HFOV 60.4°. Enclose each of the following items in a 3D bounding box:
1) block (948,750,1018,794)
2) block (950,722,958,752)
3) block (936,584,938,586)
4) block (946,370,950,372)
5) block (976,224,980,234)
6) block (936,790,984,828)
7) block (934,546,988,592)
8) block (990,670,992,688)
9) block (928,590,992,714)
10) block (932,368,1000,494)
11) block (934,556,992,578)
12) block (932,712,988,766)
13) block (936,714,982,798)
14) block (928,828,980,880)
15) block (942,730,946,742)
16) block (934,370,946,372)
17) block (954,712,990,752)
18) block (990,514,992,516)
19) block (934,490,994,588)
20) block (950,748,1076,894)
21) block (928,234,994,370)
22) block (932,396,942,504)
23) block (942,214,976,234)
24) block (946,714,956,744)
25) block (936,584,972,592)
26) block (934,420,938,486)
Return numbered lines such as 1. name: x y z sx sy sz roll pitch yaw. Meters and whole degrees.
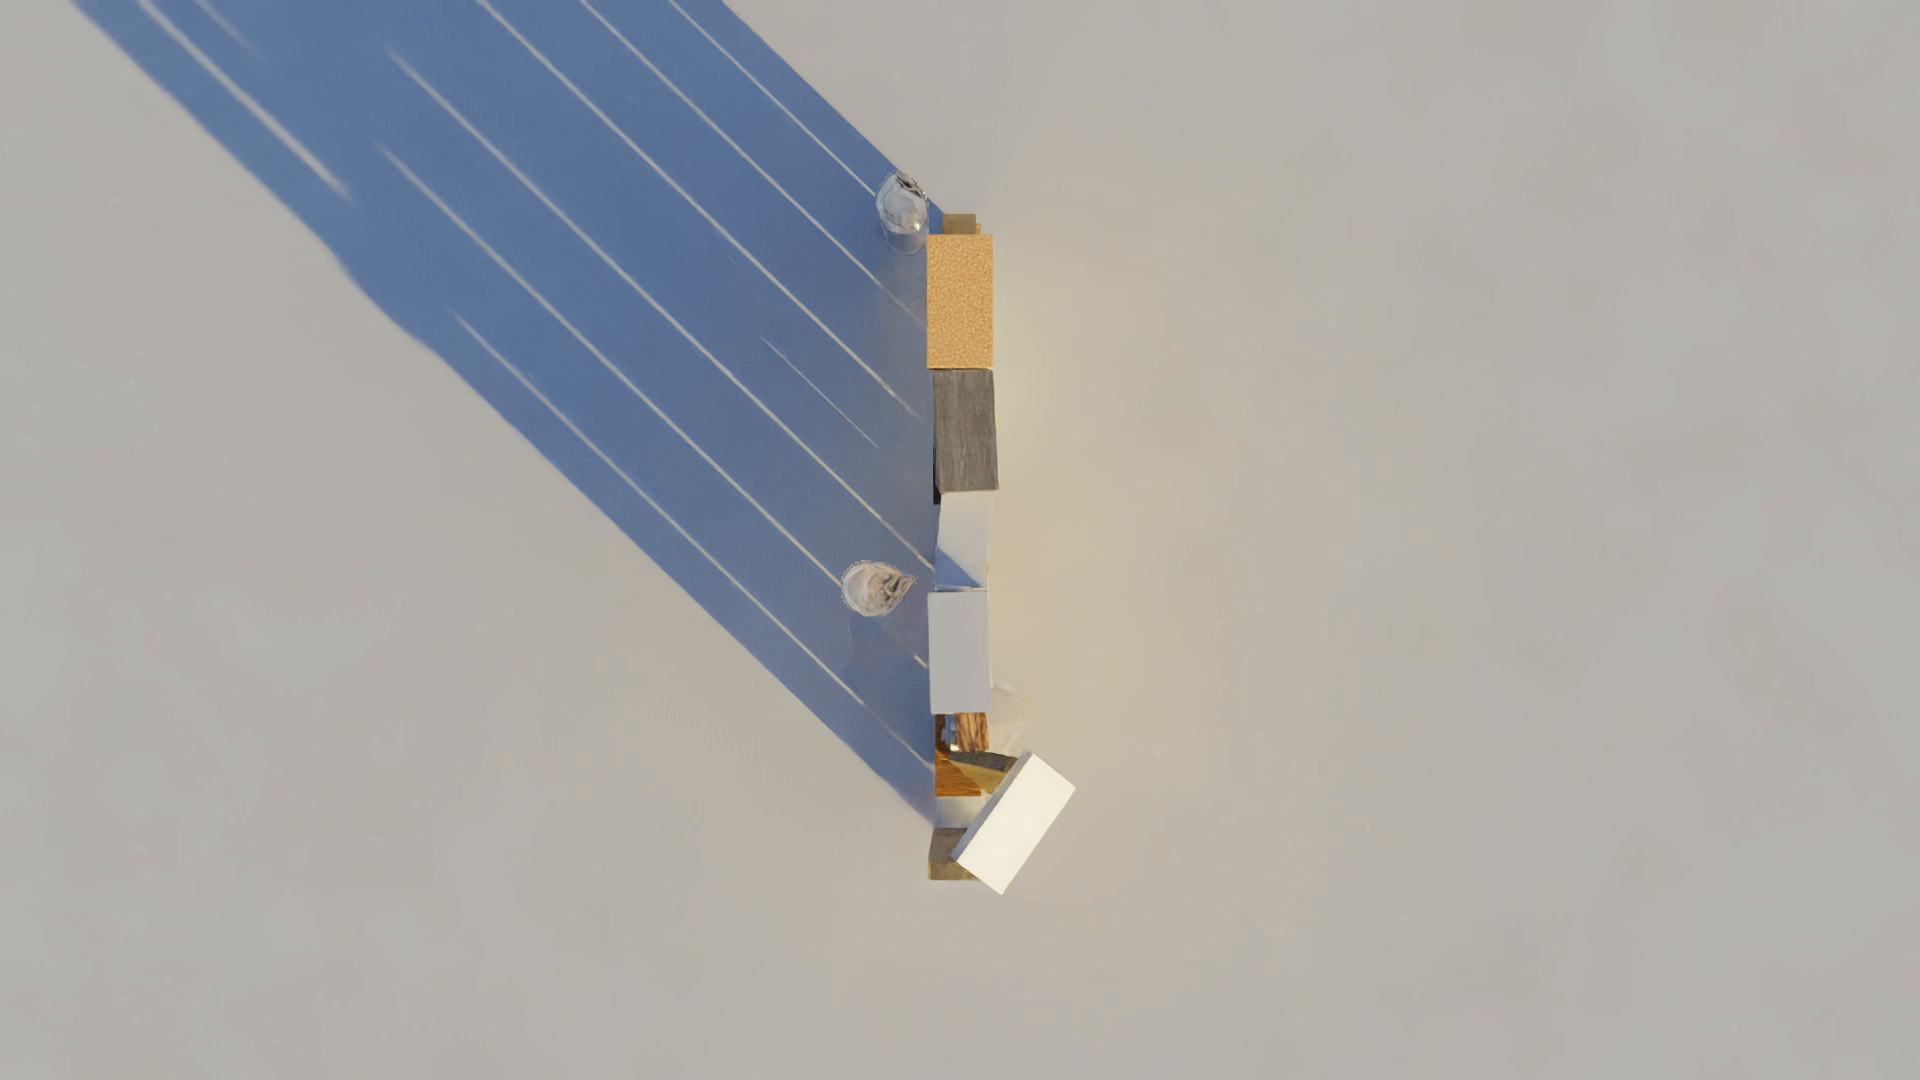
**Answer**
1. block: 0.129 0.666 4.631 0.175 0.349 0.049 44 68 -25
2. block: 0.017 0.535 4.498 0.084 0.167 0.024 -1 63 0
3. block: -0.017 0.133 4.830 0.098 0.196 0.028 7 86 -3
4. block: 0.000 -0.518 4.602 0.080 0.023 0.159 -1 90 0
5. block: 0.003 -0.876 5.231 0.126 0.036 0.251 0 90 0
6. block: -0.001 0.853 5.182 0.148 0.042 0.297 0 90 0
7. block: 0.005 0.186 5.141 0.167 0.047 0.335 0 90 0
8. block: 0.004 0.372 4.431 0.155 0.311 0.044 -2 87 -1
9. block: -0.002 0.288 4.252 0.155 0.044 0.310 -1 90 0
10. block: 0.015 -0.279 4.232 0.154 0.044 0.309 -3 90 -1
11. block: 0.003 0.062 4.501 0.132 0.407 0.037 19 88 -3
12. block: -0.001 0.529 5.135 0.171 0.048 0.341 0 90 0
13. block: -0.004 0.614 4.820 0.134 0.038 0.268 0 88 0
14. block: 0.002 0.910 4.806 0.175 0.706 0.049 0 87 0
15. block: -0.002 0.557 4.706 0.096 0.192 0.027 0 85 1
16. block: -0.005 -0.605 4.861 0.141 0.040 0.282 0 90 0
17. block: 0.029 0.479 4.403 0.084 0.024 0.167 -6 92 0
18. block: 0.015 -0.081 4.430 0.132 0.264 0.037 -2 88 -2
19. block: 0.009 -0.012 4.278 0.132 0.037 0.264 5 89 -2
20. block: 0.142 0.755 4.424 0.175 0.049 0.349 41 80 -26
21. block: 0.001 -0.609 4.228 0.169 0.048 0.338 0 90 0
22. block: 0.000 -0.278 5.141 0.168 0.048 0.336 0 90 0
23. block: -0.003 -0.884 4.996 0.102 0.029 0.203 0 90 0
24. block: 0.006 0.472 4.596 0.096 0.027 0.192 -2 88 -1
25. block: -0.004 0.057 4.718 0.098 0.028 0.196 9 89 -3
26. block: -0.001 -0.309 4.794 0.151 0.043 0.301 -1 90 0
